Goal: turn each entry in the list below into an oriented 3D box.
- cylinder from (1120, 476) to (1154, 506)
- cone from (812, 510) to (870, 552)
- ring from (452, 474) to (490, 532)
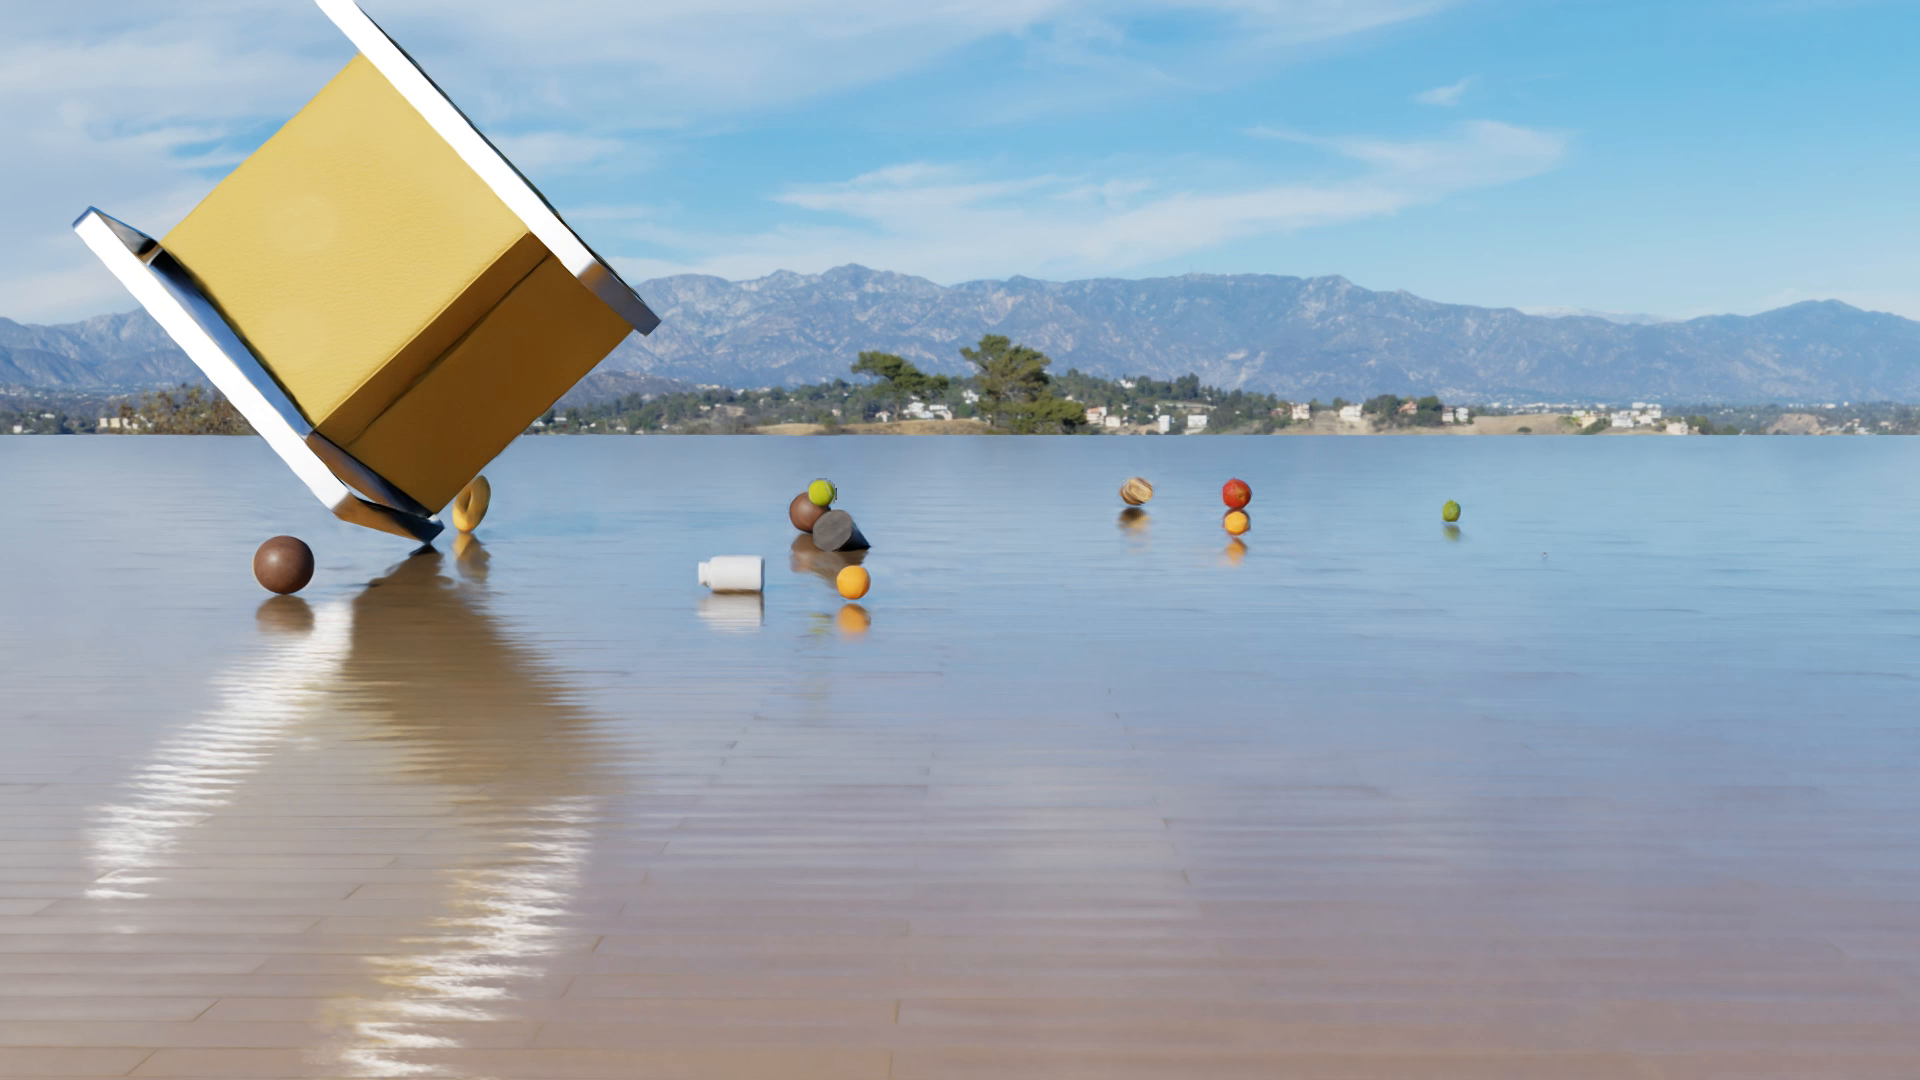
[{"bbox_3d":[0.669,-0.184,8.343,0.108,0.079,0.149,43,-12,-3],"label":"cylinder"},{"bbox_3d":[-0.305,-0.006,6.206,0.131,0.112,0.242,-35,-22,14],"label":"cone"},{"bbox_3d":[-1.539,-0.116,6.928,0.060,0.192,0.147,15,19,-40],"label":"ring"}]
